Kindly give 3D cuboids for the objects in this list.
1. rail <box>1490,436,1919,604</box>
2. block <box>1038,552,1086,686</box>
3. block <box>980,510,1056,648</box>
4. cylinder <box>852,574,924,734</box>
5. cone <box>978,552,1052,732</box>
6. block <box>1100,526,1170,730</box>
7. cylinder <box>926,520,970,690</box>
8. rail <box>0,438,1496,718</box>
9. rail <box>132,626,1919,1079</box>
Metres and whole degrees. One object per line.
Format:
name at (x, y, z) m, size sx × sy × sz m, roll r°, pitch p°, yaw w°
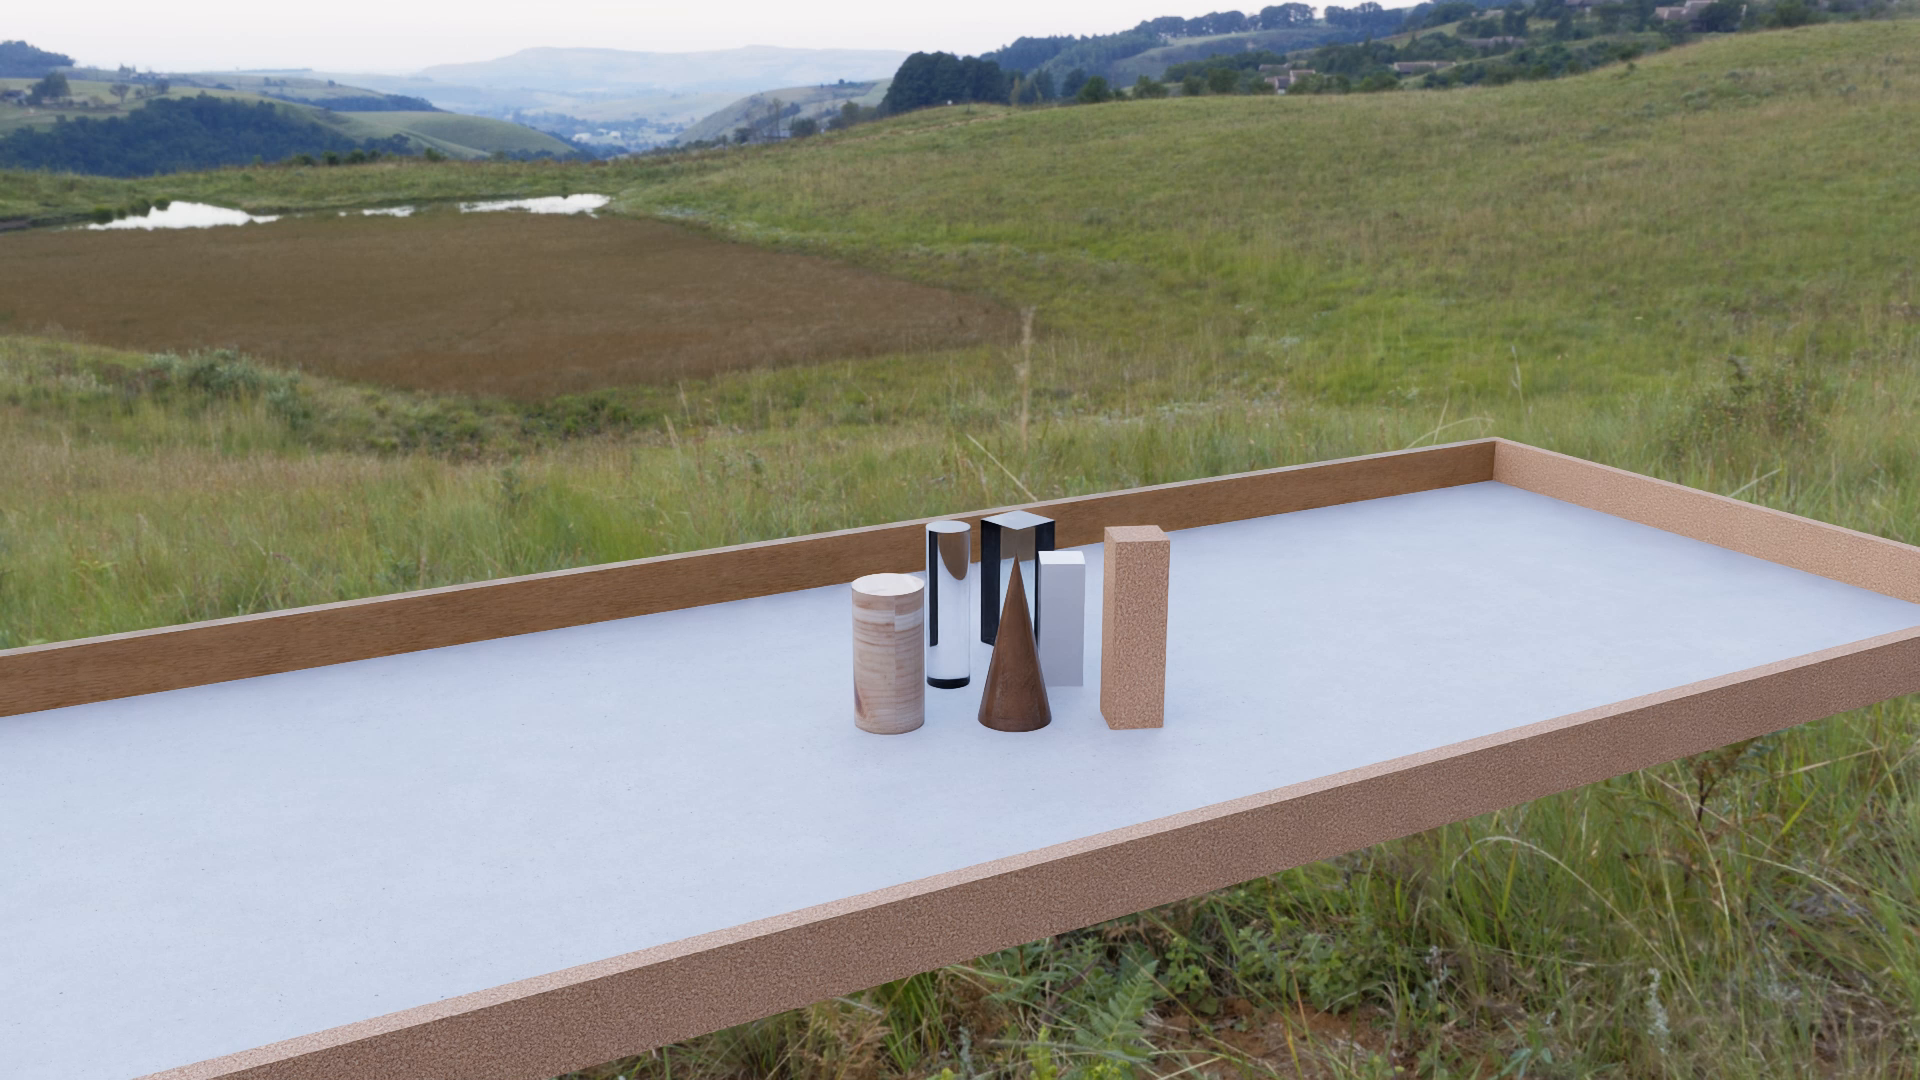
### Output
rail at (2.466, -0.048, 5.253) m, size 0.050 × 0.150 × 2.100 m, roll -9°, pitch 18°, yaw -27°
block at (0.252, 0.197, 4.120) m, size 0.108 × 0.319 × 0.108 m, roll 0°, pitch 16°, yaw -1°
block at (0.152, 0.110, 4.376) m, size 0.138 × 0.341 × 0.138 m, roll -14°, pitch 21°, yaw -40°
cylinder at (-0.166, 0.265, 3.851) m, size 0.167 × 0.340 × 0.167 m, roll 0°, pitch 16°, yaw 0°
cone at (0.130, 0.223, 3.859) m, size 0.177 × 0.415 × 0.177 m, roll 0°, pitch 16°, yaw 0°
block at (0.406, 0.204, 3.848) m, size 0.125 × 0.457 × 0.125 m, roll -2°, pitch 16°, yaw -7°
cylinder at (-0.029, 0.161, 4.091) m, size 0.110 × 0.404 × 0.110 m, roll 0°, pitch 16°, yaw 0°
rail at (-3.305, 0.497, 3.399) m, size 12.000 × 0.150 × 0.050 m, roll -9°, pitch 18°, yaw -27°
rail at (-2.336, 1.006, 1.665) m, size 12.000 × 0.150 × 0.050 m, roll -9°, pitch 18°, yaw -27°
